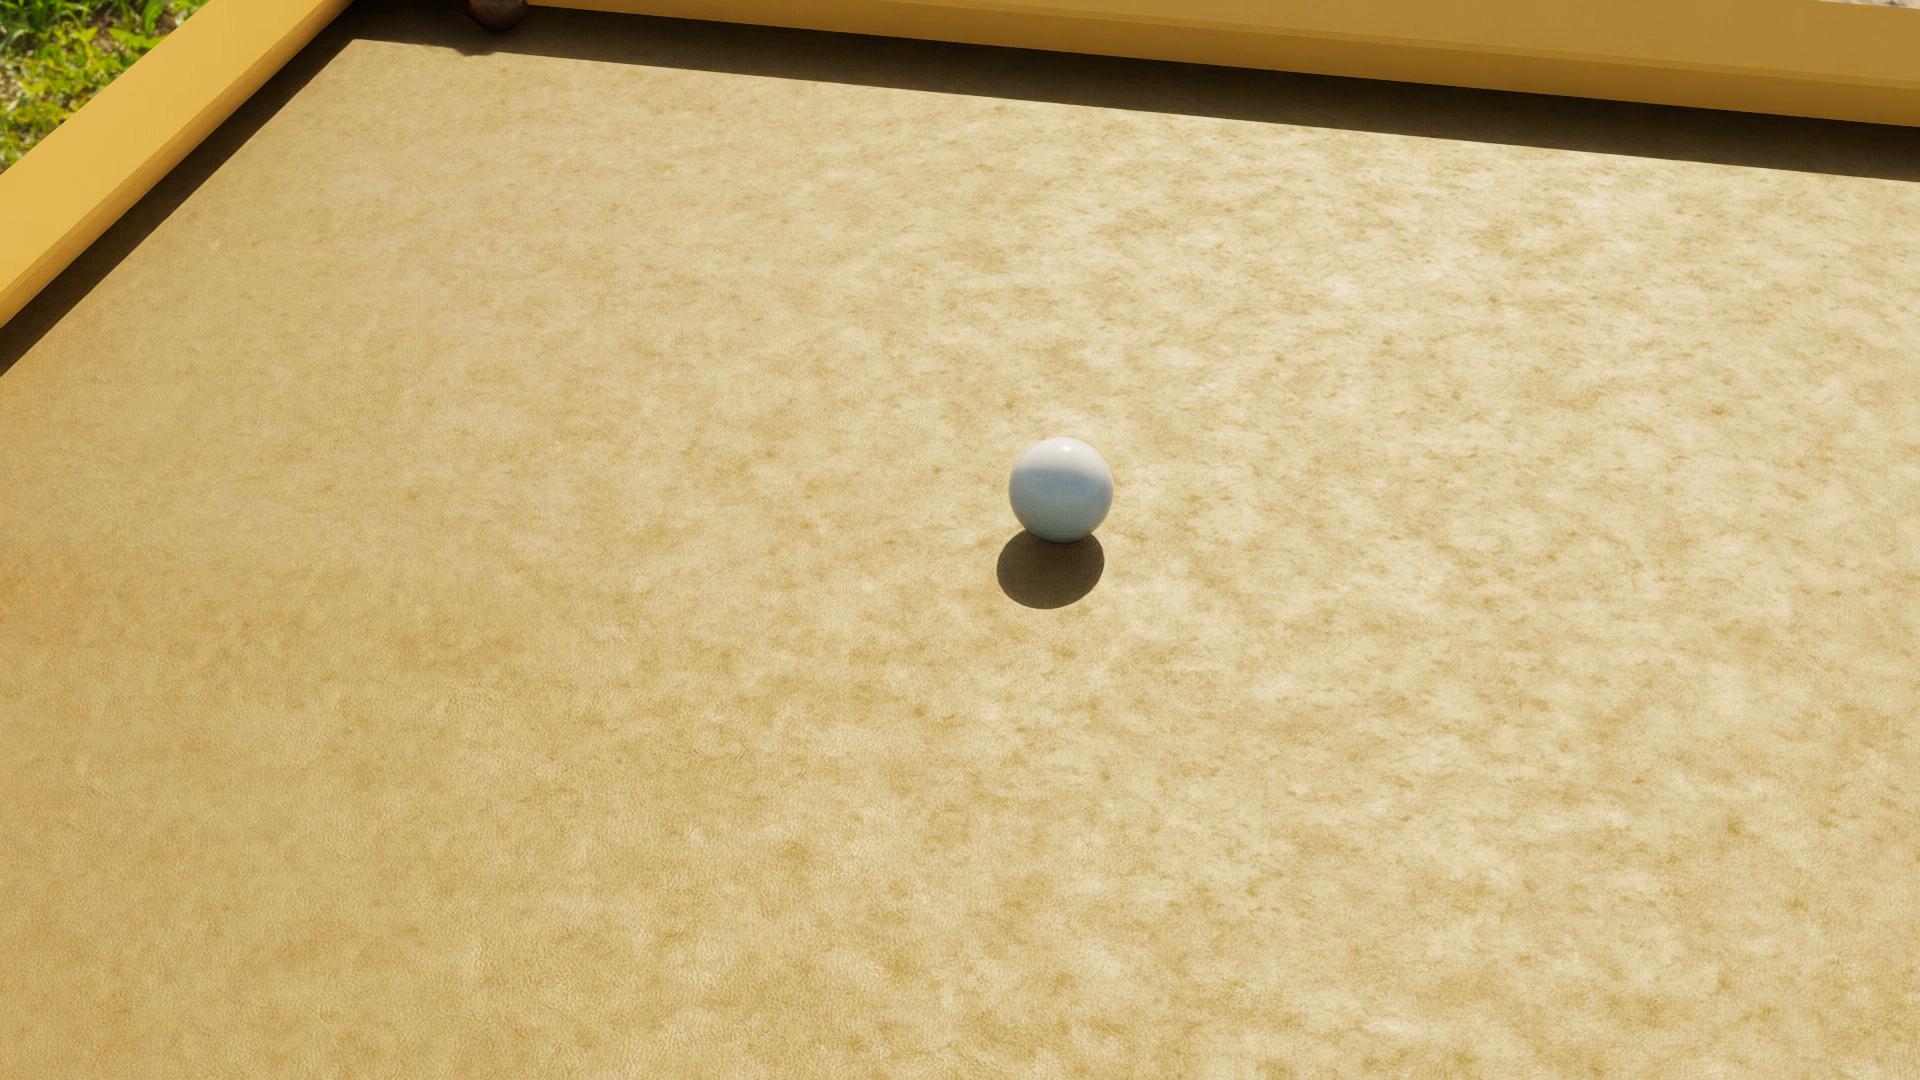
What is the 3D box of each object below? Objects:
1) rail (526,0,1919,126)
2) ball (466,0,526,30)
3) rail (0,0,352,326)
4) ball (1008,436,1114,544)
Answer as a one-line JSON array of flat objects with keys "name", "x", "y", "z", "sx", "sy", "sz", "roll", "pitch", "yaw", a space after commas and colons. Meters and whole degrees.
[{"name": "rail", "x": 1.118, "y": -0.450, "z": 2.565, "sx": 3.704, "sy": 0.125, "sz": 0.045, "roll": 7, "pitch": 35, "yaw": 10}, {"name": "ball", "x": -0.514, "y": -0.598, "z": 2.838, "sx": 0.066, "sy": 0.066, "sz": 0.066, "roll": 0, "pitch": 34, "yaw": 0}, {"name": "rail", "x": -0.881, "y": -0.127, "z": 2.087, "sx": 0.045, "sy": 0.125, "sz": 2.035, "roll": 7, "pitch": 35, "yaw": 10}, {"name": "ball", "x": 0.079, "y": -0.039, "z": 1.997, "sx": 0.083, "sy": 0.083, "sz": 0.083, "roll": 0, "pitch": 34, "yaw": 0}]
